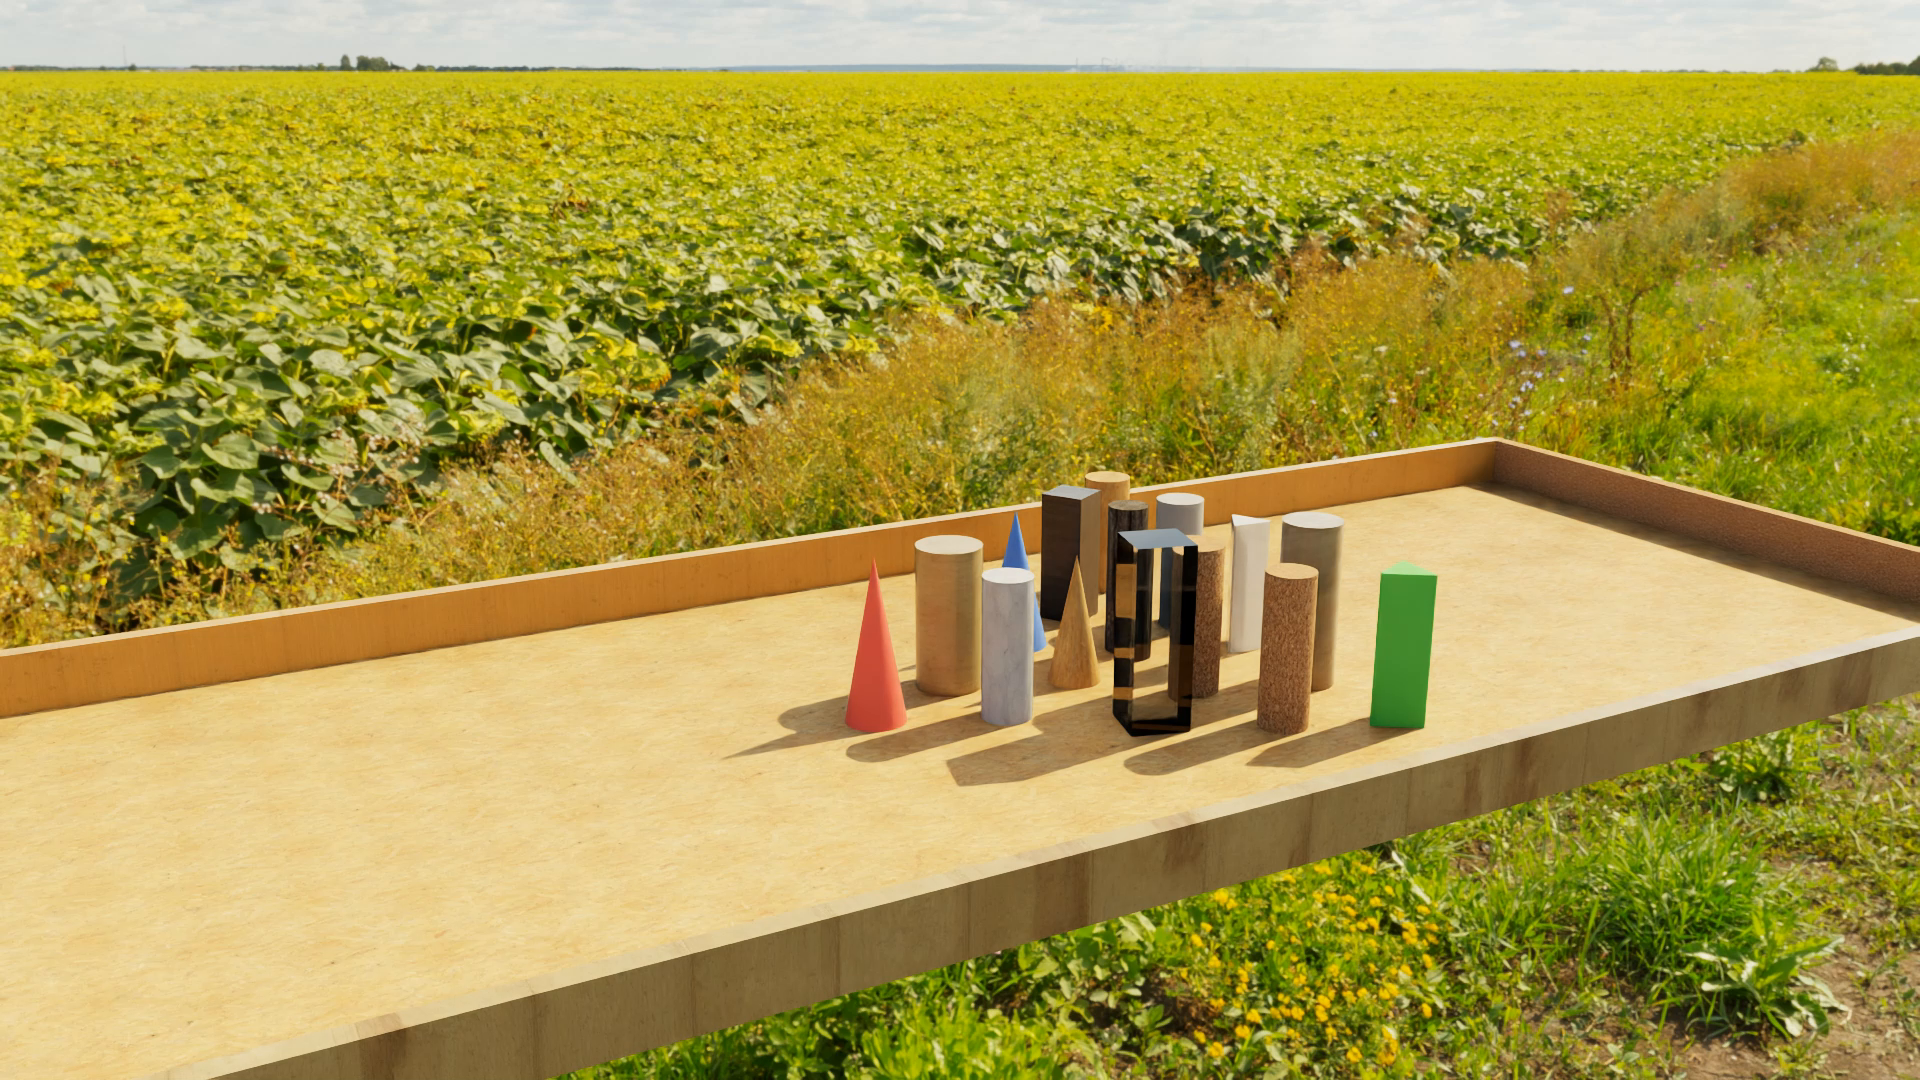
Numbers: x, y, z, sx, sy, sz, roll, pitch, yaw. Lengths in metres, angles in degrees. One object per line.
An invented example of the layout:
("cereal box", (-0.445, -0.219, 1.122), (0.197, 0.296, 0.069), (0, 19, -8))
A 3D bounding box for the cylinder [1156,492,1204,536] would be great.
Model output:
("cylinder", (0.604, 0.052, 4.569), (0.130, 0.344, 0.130), (0, 16, 0))

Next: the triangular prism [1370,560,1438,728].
("triangular prism", (1.031, 0.243, 3.863), (0.124, 0.375, 0.107), (2, 16, 7))

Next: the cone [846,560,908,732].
("cone", (-0.198, 0.231, 3.848), (0.148, 0.407, 0.148), (0, 16, 0))

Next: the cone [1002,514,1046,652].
("cone", (0.146, 0.099, 4.361), (0.172, 0.371, 0.172), (0, 16, 0))

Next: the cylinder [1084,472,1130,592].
("cylinder", (0.430, -0.025, 4.849), (0.131, 0.333, 0.131), (0, 16, 0))

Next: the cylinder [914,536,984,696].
("cylinder", (-0.027, 0.186, 4.074), (0.167, 0.365, 0.167), (0, 16, 0))

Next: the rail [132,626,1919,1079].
("rail", (-2.336, 1.006, 1.665), (12.000, 0.150, 0.050), (-9, 18, -27))

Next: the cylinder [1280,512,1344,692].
("cylinder", (0.864, 0.153, 4.089), (0.150, 0.420, 0.150), (0, 16, 0))

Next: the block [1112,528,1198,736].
("block", (0.450, 0.214, 3.825), (0.143, 0.452, 0.143), (-4, 17, -12))

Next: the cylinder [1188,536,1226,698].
("cylinder", (0.571, 0.188, 4.052), (0.144, 0.374, 0.144), (0, 16, 0))

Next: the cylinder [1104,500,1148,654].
("cylinder", (0.436, 0.098, 4.322), (0.104, 0.394, 0.104), (0, 16, 0))

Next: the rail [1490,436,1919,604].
("rail", (2.466, -0.048, 5.253), (0.050, 0.150, 2.100), (-9, 18, -27))

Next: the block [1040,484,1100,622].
("block", (0.307, 0.039, 4.586), (0.120, 0.358, 0.120), (10, 19, 30))

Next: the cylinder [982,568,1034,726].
("cylinder", (0.112, 0.250, 3.881), (0.123, 0.351, 0.123), (0, 16, 0))

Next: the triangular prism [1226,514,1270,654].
("triangular prism", (0.737, 0.113, 4.350), (0.108, 0.350, 0.093), (-7, 18, -23))

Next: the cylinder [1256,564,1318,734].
("cylinder", (0.758, 0.252, 3.824), (0.120, 0.379, 0.120), (0, 16, 0))

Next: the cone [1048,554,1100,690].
("cone", (0.288, 0.193, 4.113), (0.134, 0.330, 0.134), (0, 16, 0))

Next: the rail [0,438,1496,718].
("rail", (-3.305, 0.497, 3.399), (12.000, 0.150, 0.050), (-9, 18, -27))
